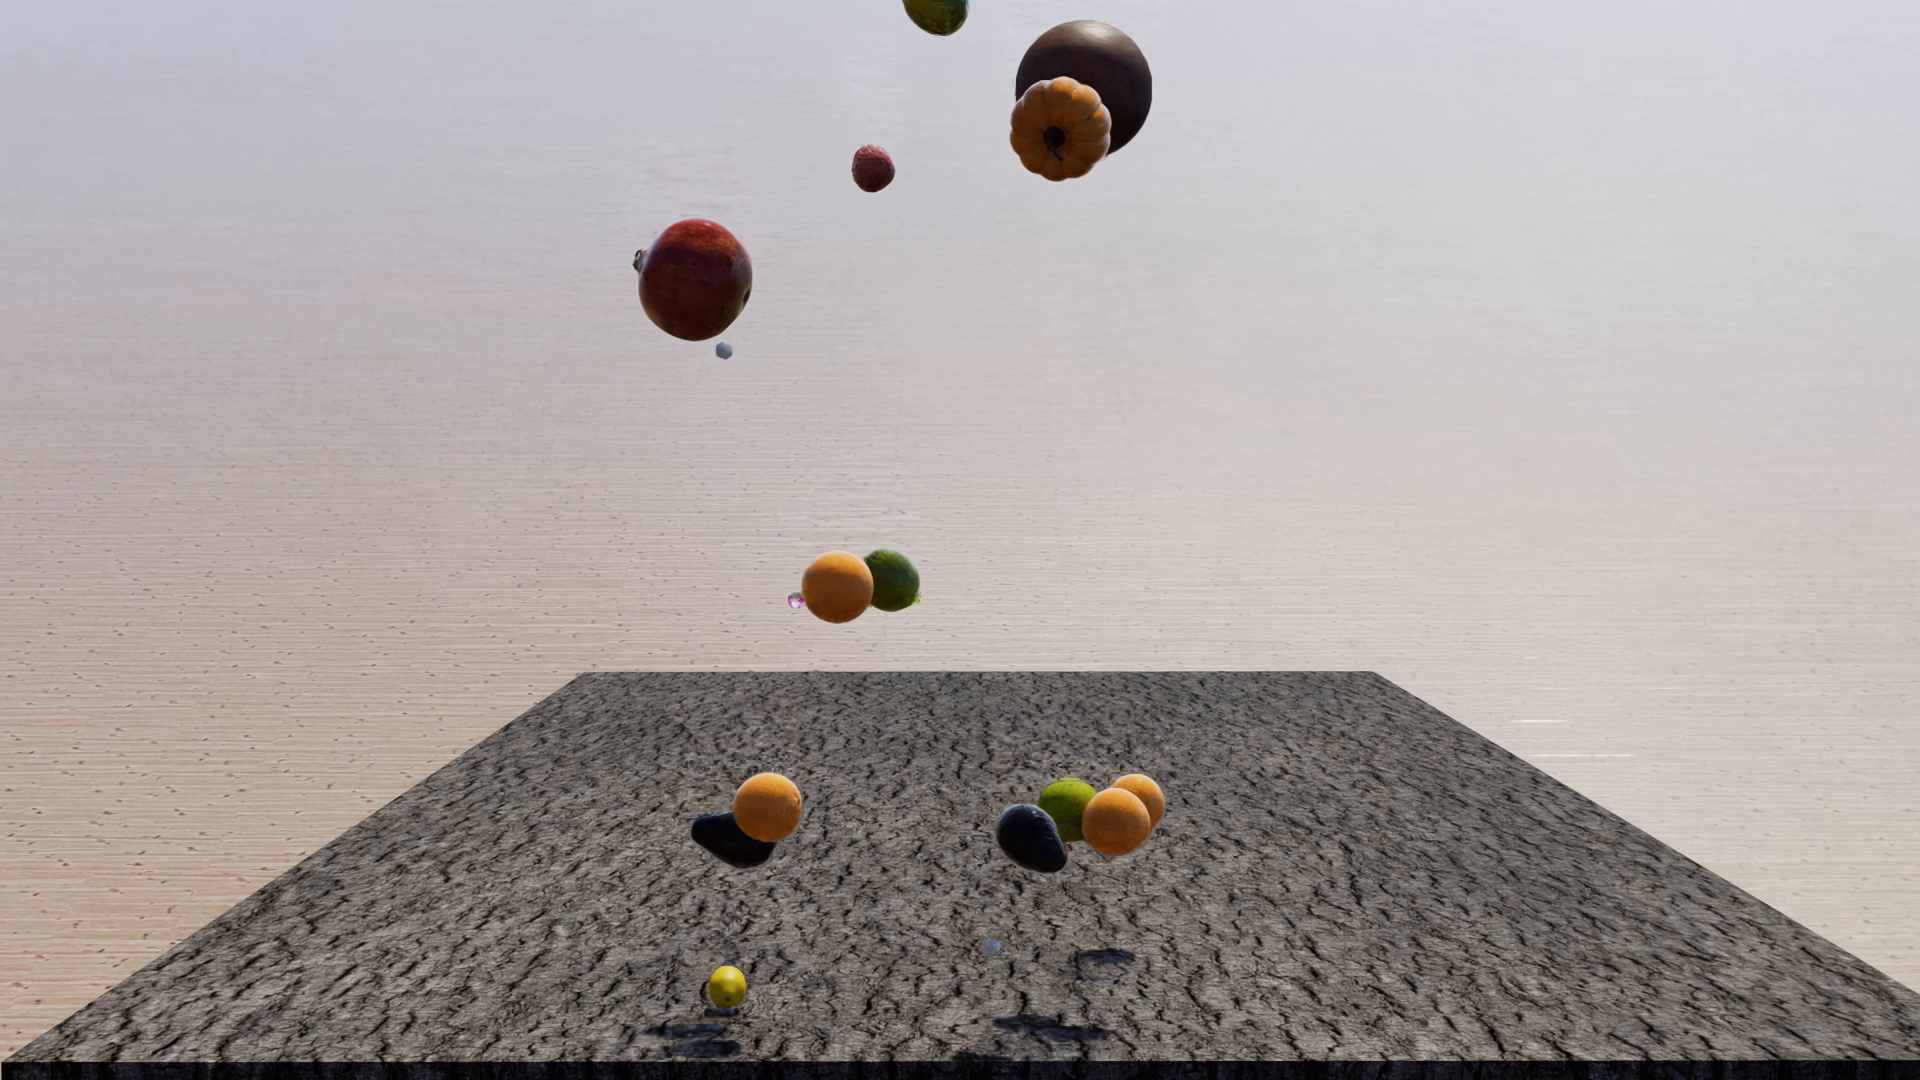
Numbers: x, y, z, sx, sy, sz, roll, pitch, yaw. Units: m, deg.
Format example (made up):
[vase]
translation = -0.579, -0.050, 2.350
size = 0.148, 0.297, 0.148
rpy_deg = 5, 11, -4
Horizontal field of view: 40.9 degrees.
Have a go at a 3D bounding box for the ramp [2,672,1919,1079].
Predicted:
[ramp]
translation = 0.052, 0.473, 4.536
size = 2.000, 0.100, 4.000
rpy_deg = 0, 3, 0
